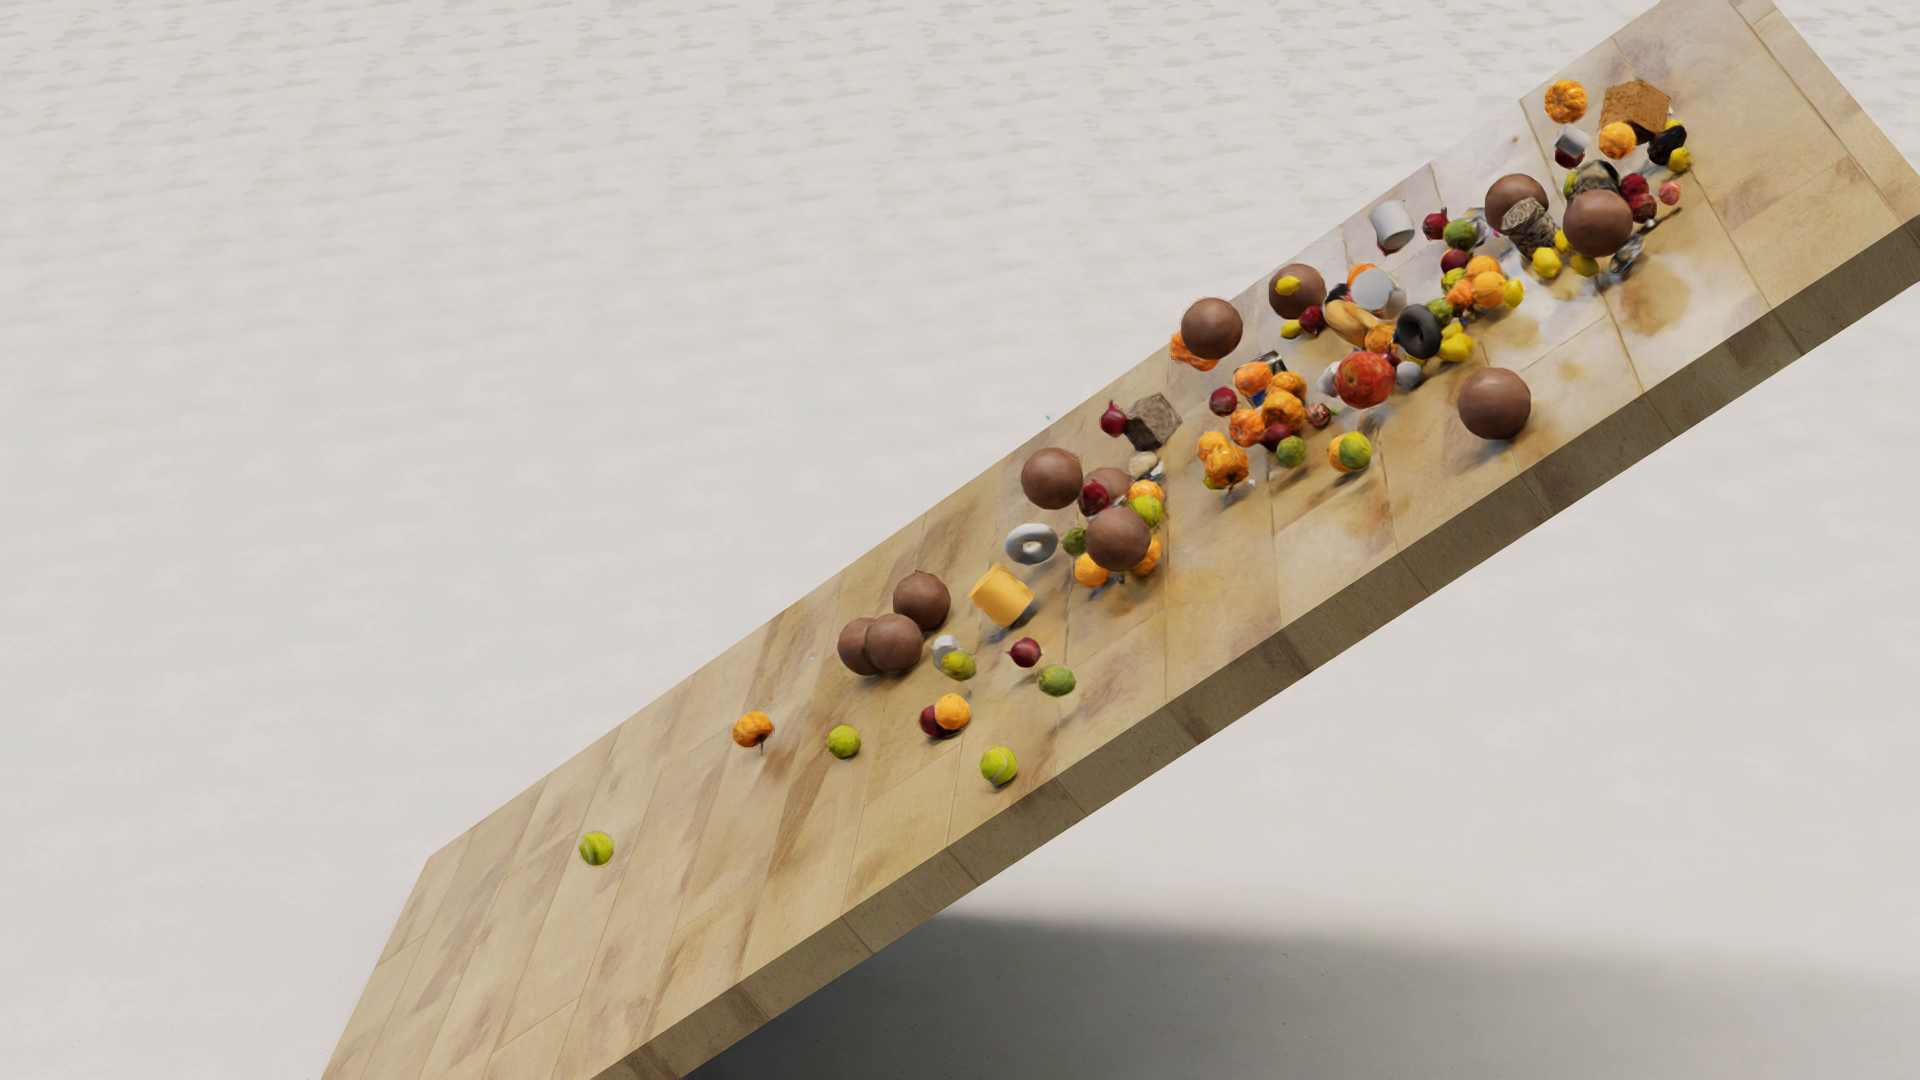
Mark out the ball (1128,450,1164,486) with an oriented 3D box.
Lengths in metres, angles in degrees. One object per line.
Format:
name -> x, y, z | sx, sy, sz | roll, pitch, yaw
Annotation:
ball -> 0.399, -0.154, 6.310 | 0.075, 0.075, 0.075 | 0, 23, 0

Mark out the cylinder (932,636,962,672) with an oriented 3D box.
cylinder -> -0.028, 0.240, 6.205 | 0.063, 0.063, 0.063 | 1, 11, 2

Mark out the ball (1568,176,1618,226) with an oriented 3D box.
ball -> 1.233, -0.659, 5.729 | 0.097, 0.097, 0.097 | 0, 23, 0

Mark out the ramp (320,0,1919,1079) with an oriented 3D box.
ramp -> 0.127, 0.180, 6.325 | 4.000, 0.100, 2.000 | -35, 16, 17

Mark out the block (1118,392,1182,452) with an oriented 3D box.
block -> 0.422, -0.261, 6.535 | 0.086, 0.086, 0.086 | -49, 18, -30

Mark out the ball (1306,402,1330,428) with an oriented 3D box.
ball -> 0.718, -0.250, 5.895 | 0.050, 0.050, 0.050 | 0, 23, 0

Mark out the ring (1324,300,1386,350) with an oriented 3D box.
ring -> 0.813, -0.444, 6.064 | 0.142, 0.047, 0.142 | 26, 24, -13

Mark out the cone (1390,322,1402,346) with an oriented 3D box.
cone -> 0.866, -0.399, 5.795 | 0.067, 0.067, 0.067 | 19, 30, 37

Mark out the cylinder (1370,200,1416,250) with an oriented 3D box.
cylinder -> 0.855, -0.623, 5.815 | 0.070, 0.070, 0.070 | -10, 65, -23

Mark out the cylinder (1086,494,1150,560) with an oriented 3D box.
cylinder -> 0.322, -0.026, 5.970 | 0.095, 0.095, 0.095 | -33, 7, 5

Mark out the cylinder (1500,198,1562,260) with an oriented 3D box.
cylinder -> 1.140, -0.620, 5.868 | 0.089, 0.089, 0.089 | -37, 23, 19

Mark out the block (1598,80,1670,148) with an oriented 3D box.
block -> 1.340, -0.848, 5.844 | 0.090, 0.090, 0.090 | 23, -17, -31

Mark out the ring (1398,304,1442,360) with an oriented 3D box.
ring -> 0.892, -0.404, 5.711 | 0.037, 0.110, 0.110 | -19, 29, -29

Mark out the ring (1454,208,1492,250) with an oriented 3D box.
ring -> 1.077, -0.654, 6.175 | 0.032, 0.095, 0.095 | 19, 11, -32

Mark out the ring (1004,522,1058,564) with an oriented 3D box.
ring -> 0.153, 0.008, 6.320 | 0.117, 0.117, 0.039 | -3, 49, -8

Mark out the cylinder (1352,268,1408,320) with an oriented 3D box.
cylinder -> 0.849, -0.497, 5.953 | 0.088, 0.088, 0.088 | 14, -2, 30

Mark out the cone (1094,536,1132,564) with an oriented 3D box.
cone -> 0.324, 0.006, 6.082 | 0.082, 0.082, 0.082 | 5, 5, 12

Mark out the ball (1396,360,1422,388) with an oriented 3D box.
ball -> 0.876, -0.324, 5.738 | 0.052, 0.052, 0.052 | 0, 23, 0

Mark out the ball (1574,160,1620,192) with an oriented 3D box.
ball -> 1.267, -0.712, 5.852 | 0.090, 0.090, 0.090 | 0, 23, 0

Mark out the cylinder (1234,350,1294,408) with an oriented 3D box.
cylinder -> 0.636, -0.336, 6.152 | 0.091, 0.091, 0.091 | -27, 26, -2

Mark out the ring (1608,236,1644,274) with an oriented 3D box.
ring -> 1.240, -0.531, 5.471 | 0.029, 0.087, 0.087 | 43, 36, 10

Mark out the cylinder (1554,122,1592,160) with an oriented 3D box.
cylinder -> 1.218, -0.794, 5.849 | 0.053, 0.053, 0.053 | 31, 25, -2

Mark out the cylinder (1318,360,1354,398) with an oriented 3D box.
cylinder -> 0.749, -0.321, 5.867 | 0.052, 0.052, 0.052 | 16, 49, -19

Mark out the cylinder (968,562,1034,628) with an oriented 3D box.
cylinder -> 0.086, 0.116, 6.160 | 0.099, 0.099, 0.099 | 42, 24, -7
